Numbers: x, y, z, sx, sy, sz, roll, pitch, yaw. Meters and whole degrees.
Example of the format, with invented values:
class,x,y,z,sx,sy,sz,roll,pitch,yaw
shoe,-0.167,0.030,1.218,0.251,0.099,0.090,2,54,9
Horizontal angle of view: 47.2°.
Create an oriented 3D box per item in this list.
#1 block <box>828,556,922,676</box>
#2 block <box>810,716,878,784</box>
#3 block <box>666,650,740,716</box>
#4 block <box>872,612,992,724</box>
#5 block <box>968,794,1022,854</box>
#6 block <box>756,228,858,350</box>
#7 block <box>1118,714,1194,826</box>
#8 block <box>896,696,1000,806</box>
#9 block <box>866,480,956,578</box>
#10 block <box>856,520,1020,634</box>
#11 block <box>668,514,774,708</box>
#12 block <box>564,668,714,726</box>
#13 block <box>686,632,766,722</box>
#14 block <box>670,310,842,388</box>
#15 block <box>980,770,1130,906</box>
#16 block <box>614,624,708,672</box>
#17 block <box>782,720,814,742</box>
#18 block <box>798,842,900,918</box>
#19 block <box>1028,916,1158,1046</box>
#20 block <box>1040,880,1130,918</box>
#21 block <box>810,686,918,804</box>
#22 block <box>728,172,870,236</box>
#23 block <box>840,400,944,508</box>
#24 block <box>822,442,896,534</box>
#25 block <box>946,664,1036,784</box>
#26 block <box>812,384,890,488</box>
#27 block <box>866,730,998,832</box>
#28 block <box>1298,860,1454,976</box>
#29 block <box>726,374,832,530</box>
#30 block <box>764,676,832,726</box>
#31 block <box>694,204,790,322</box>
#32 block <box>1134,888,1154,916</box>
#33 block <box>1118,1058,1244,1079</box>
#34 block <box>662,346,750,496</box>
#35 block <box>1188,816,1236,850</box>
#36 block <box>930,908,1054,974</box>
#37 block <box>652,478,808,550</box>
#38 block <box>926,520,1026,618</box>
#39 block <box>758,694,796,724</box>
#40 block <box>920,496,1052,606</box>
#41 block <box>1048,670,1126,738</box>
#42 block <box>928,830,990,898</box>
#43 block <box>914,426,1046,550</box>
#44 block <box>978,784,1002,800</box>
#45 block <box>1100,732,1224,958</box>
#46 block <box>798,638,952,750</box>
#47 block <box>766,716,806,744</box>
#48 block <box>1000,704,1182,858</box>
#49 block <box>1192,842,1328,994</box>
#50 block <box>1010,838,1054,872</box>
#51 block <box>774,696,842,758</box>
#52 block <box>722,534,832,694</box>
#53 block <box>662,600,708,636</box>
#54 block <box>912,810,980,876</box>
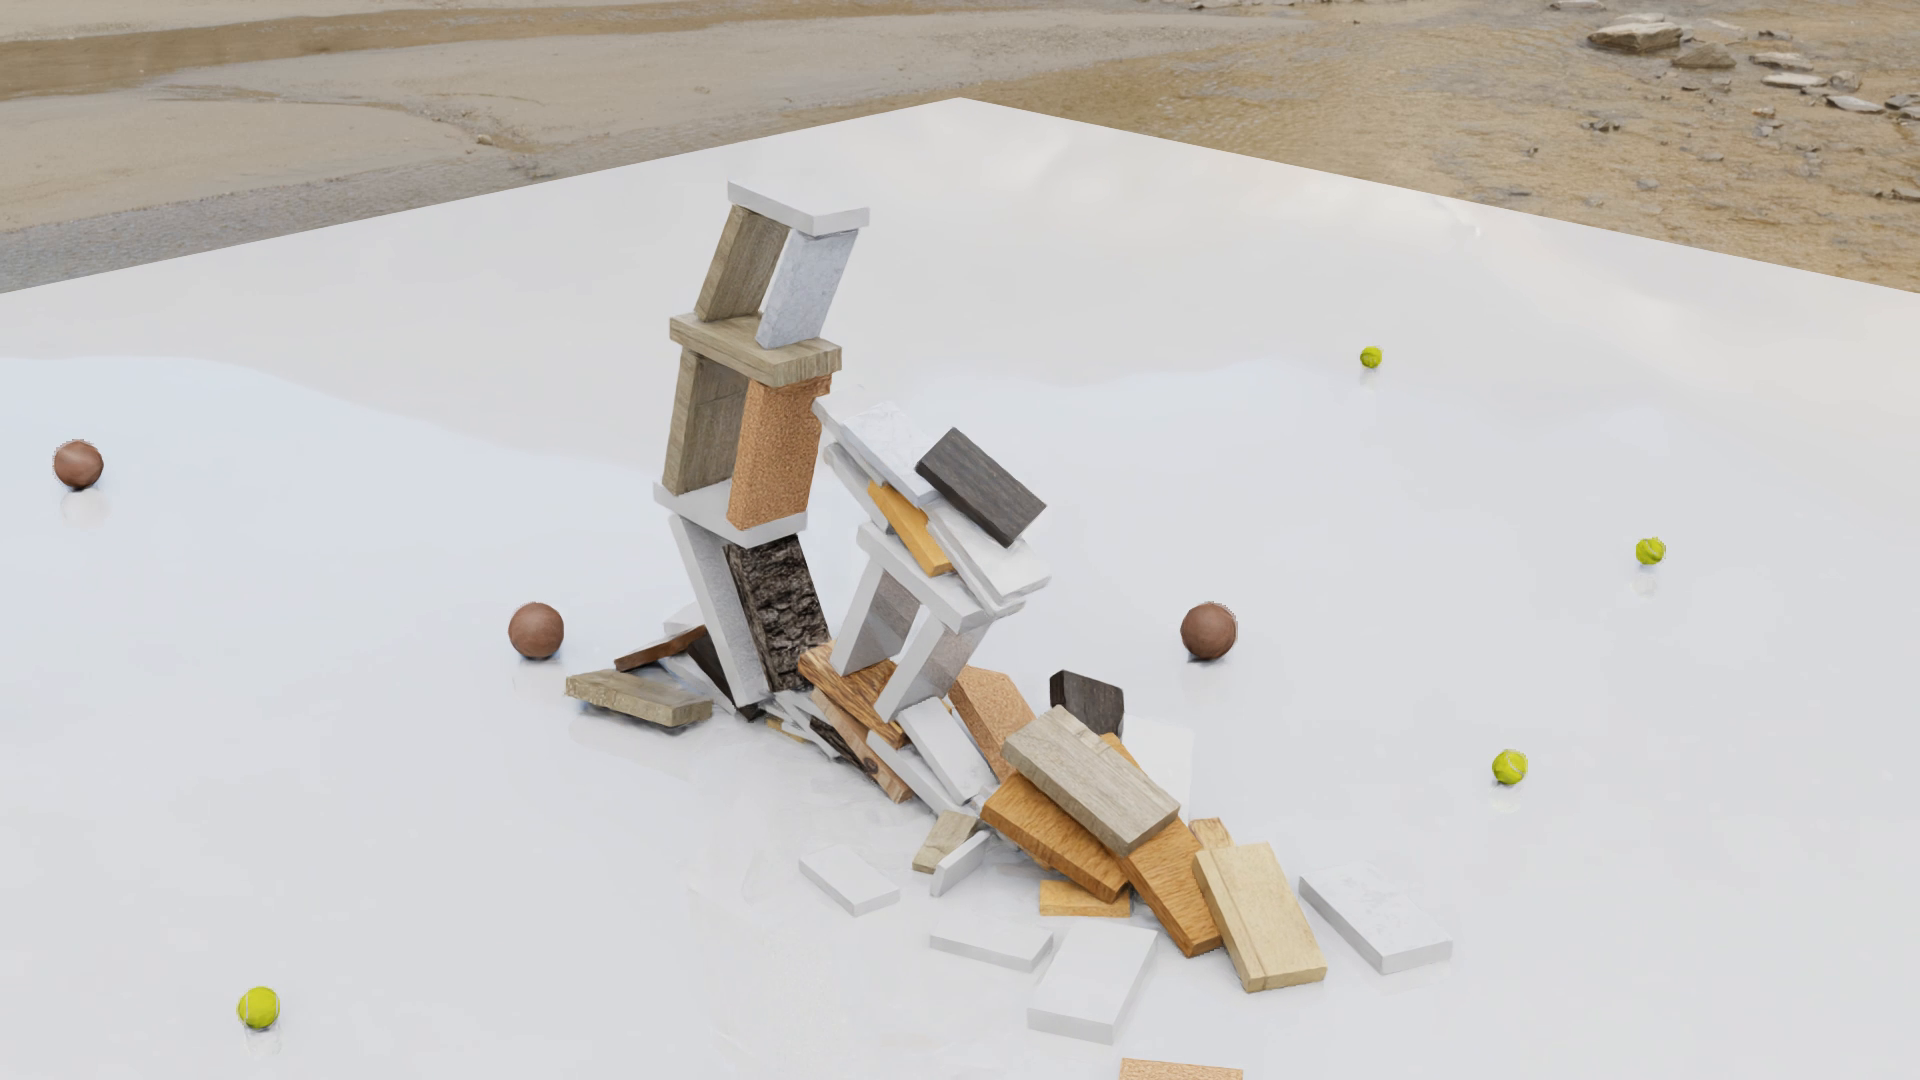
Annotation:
class,x,y,z,sx,sy,sz,roll,pitch,yaw
block,-0.152,0.134,4.487,0.161,0.321,0.046,-20,57,-38
block,-0.205,0.424,4.631,0.108,0.031,0.216,-21,46,-41
block,-0.542,0.307,4.926,0.220,0.031,0.110,32,38,28
block,-0.045,0.233,4.387,0.161,0.321,0.046,-21,64,-40
block,0.092,0.554,4.361,0.072,0.020,0.143,-21,54,-40
block,-0.303,-0.504,4.341,0.138,0.276,0.039,-20,58,-40
block,0.378,0.490,4.337,0.147,0.042,0.294,14,51,-6
block,-0.024,0.424,4.426,0.099,0.028,0.227,-21,66,-40
block,-0.070,-0.037,4.314,0.118,0.034,0.237,-16,56,-35
block,-0.042,0.054,4.313,0.161,0.046,0.321,-19,47,-38
block,-0.489,0.134,4.812,0.163,0.442,0.046,-19,-2,-43
block,-0.707,0.345,4.844,0.294,0.042,0.147,13,11,28
block,-0.494,0.294,4.870,0.220,0.031,0.110,46,43,16
block,-0.419,-0.401,4.486,0.175,0.049,0.349,-19,32,-38
block,0.206,0.553,4.178,0.303,0.043,0.152,32,45,18
block,-0.680,0.247,5.008,0.220,0.031,0.110,-19,6,42
block,-0.321,0.407,4.738,0.115,0.016,0.058,17,29,28
block,-0.212,0.648,4.197,0.101,0.029,0.202,-15,27,-32
block,0.237,0.774,3.881,0.152,0.043,0.303,8,24,18
block,0.234,0.675,4.136,0.167,0.024,0.084,1,25,3
block,-0.160,0.399,4.582,0.153,0.043,0.306,-20,59,-40
block,-0.318,-0.659,4.304,0.138,0.039,0.276,-17,32,-38
block,-0.113,-0.170,4.304,0.119,0.034,0.239,-28,58,-31
block,-0.163,-0.114,4.408,0.118,0.034,0.237,-16,53,-35
block,0.105,0.405,4.537,0.158,0.045,0.496,14,21,-27
block,-0.180,-0.209,4.389,0.118,0.034,0.237,-21,57,-38
block,-0.034,0.468,4.474,0.153,0.043,0.306,-20,50,-39
block,0.765,0.695,4.069,0.147,0.042,0.294,-9,25,-20
block,-0.372,-0.194,4.521,0.175,0.349,0.049,-18,45,-38
block,-0.309,0.325,4.706,0.216,0.031,0.108,25,33,38
block,-0.435,-0.569,4.462,0.138,0.276,0.039,-16,56,-40
block,0.372,0.659,4.176,0.084,0.024,0.167,1,23,2
block,0.361,0.900,3.603,0.202,0.029,0.101,4,23,8
block,-0.528,-0.269,4.672,0.175,0.349,0.049,-21,48,-39
block,0.488,0.607,4.293,0.099,0.028,0.199,-5,23,-11
block,0.057,0.729,4.006,0.202,0.029,0.101,10,25,23
block,-0.496,-0.074,4.730,0.163,0.046,0.327,-19,32,-40
block,0.029,0.047,4.234,0.075,0.021,0.241,-18,57,-32
block,-0.380,0.366,4.785,0.115,0.016,0.058,19,28,42
block,0.050,0.001,4.237,0.119,0.034,0.270,-23,59,-28
block,0.263,0.426,4.385,0.158,0.045,0.317,20,52,-32
block,-0.001,0.619,4.203,0.021,0.075,0.149,31,34,23
block,0.039,-0.102,4.242,0.238,0.034,0.119,41,53,5
block,0.106,0.529,4.307,0.072,0.020,0.143,9,26,-51
block,0.356,0.567,4.140,0.152,0.043,0.494,-14,48,-30
block,-0.177,0.309,4.563,0.153,0.043,0.306,-22,46,-41
block,-0.361,0.406,4.783,0.058,0.016,0.115,-21,31,-40
block,0.246,0.454,4.165,0.317,0.045,0.158,39,45,25
block,0.540,0.680,3.985,0.147,0.042,0.294,-6,42,-15
block,0.147,0.585,4.303,0.072,0.020,0.143,-22,48,-41
block,-0.292,0.379,4.725,0.108,0.031,0.216,-15,44,-37
block,-0.378,0.145,4.685,0.163,0.327,0.046,-21,4,-41
block,-0.542,0.186,5.165,0.294,0.042,0.147,1,25,38
block,-0.028,0.592,4.285,0.075,0.021,0.149,10,42,23
